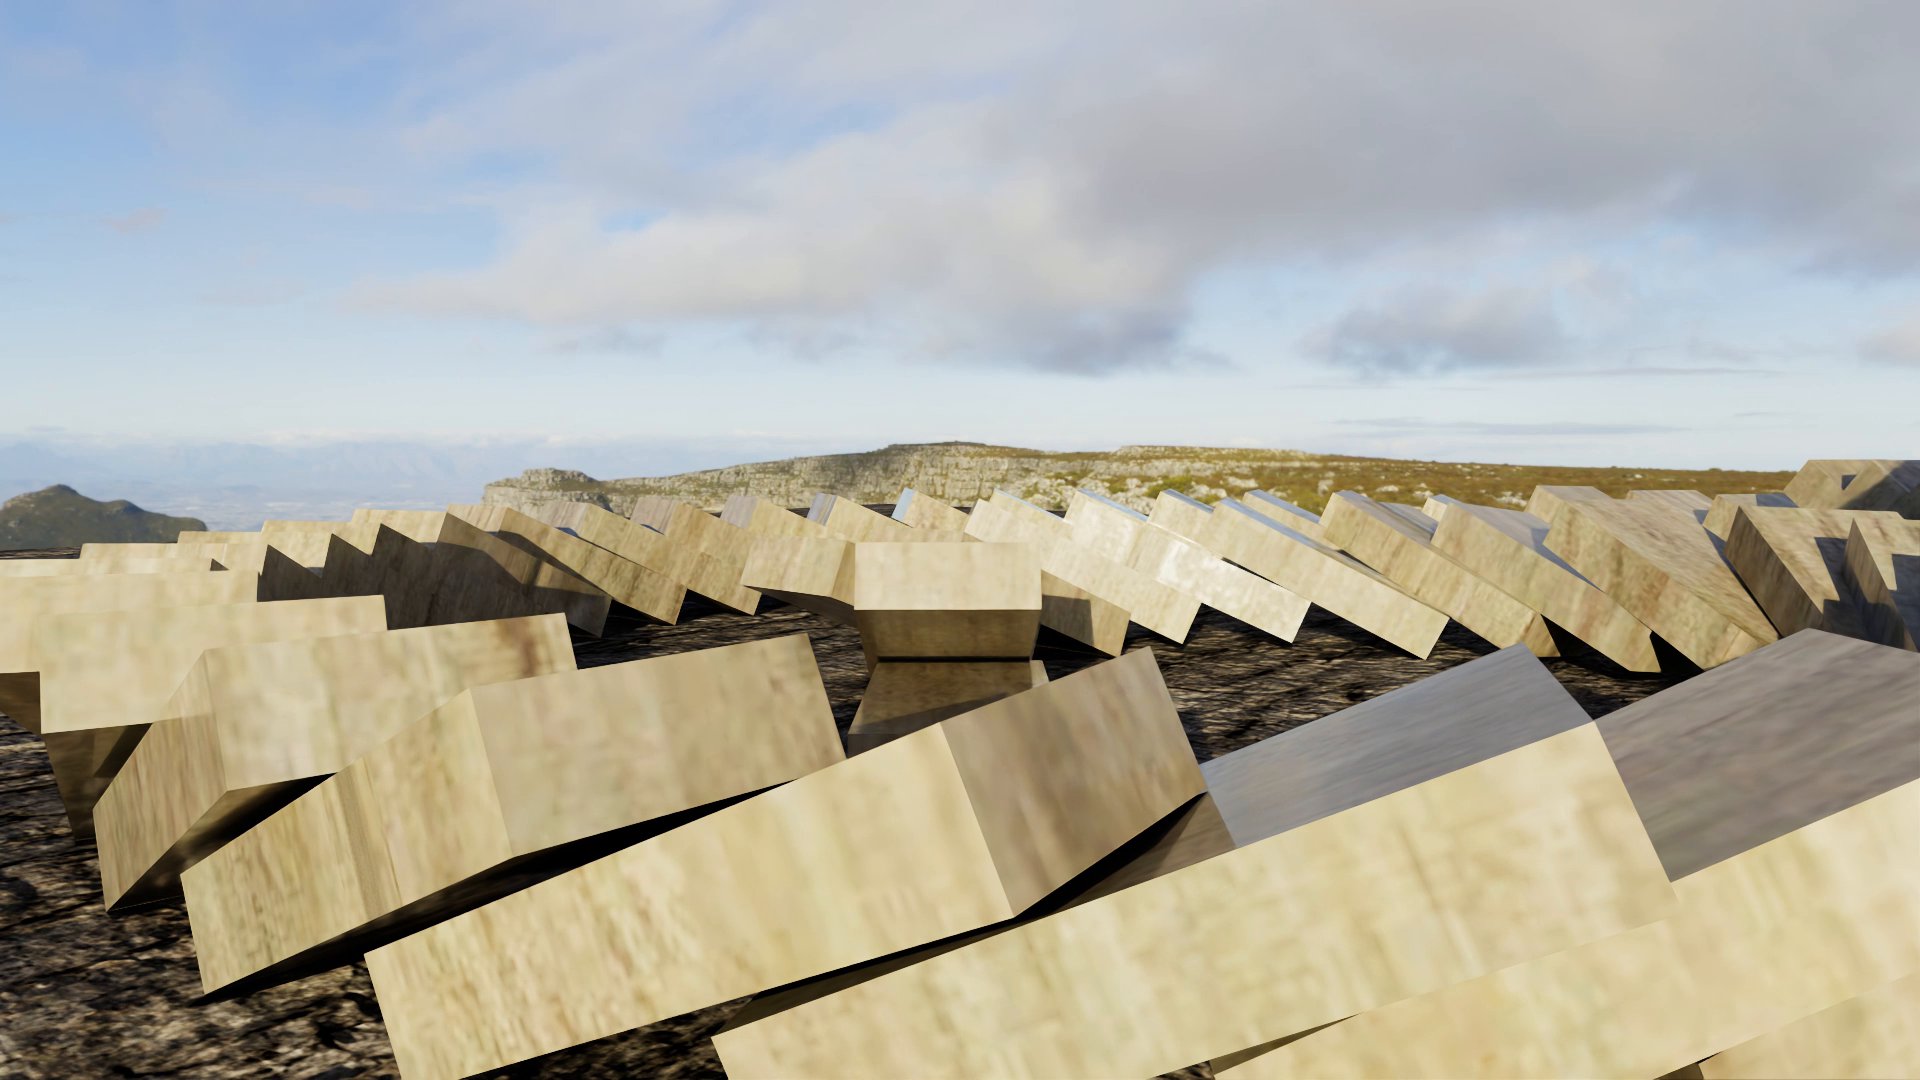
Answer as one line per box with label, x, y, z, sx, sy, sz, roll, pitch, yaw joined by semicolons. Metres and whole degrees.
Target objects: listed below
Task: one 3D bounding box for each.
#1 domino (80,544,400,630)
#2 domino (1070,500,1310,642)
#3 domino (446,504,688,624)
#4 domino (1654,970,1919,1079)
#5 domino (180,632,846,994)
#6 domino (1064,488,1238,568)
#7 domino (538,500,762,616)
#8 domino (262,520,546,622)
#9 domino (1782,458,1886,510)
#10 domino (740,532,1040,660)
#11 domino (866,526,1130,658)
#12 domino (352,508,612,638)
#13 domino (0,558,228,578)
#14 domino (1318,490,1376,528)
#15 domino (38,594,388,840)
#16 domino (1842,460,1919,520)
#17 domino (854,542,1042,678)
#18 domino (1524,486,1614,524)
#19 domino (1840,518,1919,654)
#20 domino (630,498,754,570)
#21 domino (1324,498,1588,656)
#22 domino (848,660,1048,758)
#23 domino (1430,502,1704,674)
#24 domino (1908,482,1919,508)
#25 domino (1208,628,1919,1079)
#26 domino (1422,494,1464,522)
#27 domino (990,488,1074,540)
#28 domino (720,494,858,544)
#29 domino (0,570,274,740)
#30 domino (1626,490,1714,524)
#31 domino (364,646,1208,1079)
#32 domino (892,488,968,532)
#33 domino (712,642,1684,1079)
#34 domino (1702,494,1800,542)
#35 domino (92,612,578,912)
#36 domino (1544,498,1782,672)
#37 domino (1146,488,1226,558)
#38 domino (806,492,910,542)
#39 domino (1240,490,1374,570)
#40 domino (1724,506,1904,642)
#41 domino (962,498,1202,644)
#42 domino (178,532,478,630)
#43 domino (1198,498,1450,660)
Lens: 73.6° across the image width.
domino;-0.105;0.013;0.194;0.025;0.010;0.050;0;-20;1
domino;0.049;0.006;0.277;0.050;0.009;0.025;25;4;11
domino;-0.090;0.006;0.292;0.025;0.010;0.050;3;-19;41
domino;0.063;0.021;0.085;0.050;0.010;0.025;-26;7;-5
domino;-0.035;0.021;0.094;0.050;0.010;0.025;-28;-14;38
domino;0.056;0.000;0.377;0.050;0.010;0.025;25;8;8
domino;-0.075;0.005;0.313;0.050;0.010;0.025;27;-14;-38
domino;-0.105;0.010;0.244;0.025;0.009;0.050;1;-20;17
domino;0.209;0.002;0.280;0.025;0.009;0.050;-2;44;-20
domino;-0.012;0.012;0.230;0.025;0.009;0.050;4;-15;45
domino;0.008;0.010;0.248;0.025;0.010;0.050;4;-15;46
domino;-0.099;0.008;0.268;0.025;0.009;0.050;2;-20;26
domino;-0.101;0.015;0.169;0.025;0.009;0.050;-1;-20;-5
domino;0.129;0.001;0.361;0.050;0.010;0.025;28;16;24
domino;-0.073;0.019;0.126;0.025;0.010;0.050;-3;-19;-33
domino;0.213;0.003;0.266;0.025;0.009;0.050;-1;44;-19
domino;-0.002;0.013;0.196;0.025;0.010;0.050;0;-20;-1
domino;0.177;0.002;0.338;0.025;0.010;0.050;-1;30;-31
domino;0.142;0.014;0.176;0.025;0.009;0.050;4;31;20
domino;-0.057;0.003;0.329;0.050;0.009;0.025;26;-12;-34
domino;0.103;0.007;0.267;0.025;0.010;0.050;3;25;-37
domino;0.000;0.025;0.171;0.025;0.010;0.050;0;4;0
domino;0.119;0.009;0.248;0.025;0.010;0.050;5;24;-29
domino;0.216;0.004;0.251;0.025;0.009;0.050;-2;44;-20
domino;0.039;0.022;0.080;0.050;0.009;0.025;-25;3;4
domino;0.151;0.002;0.348;0.050;0.009;0.025;27;16;24
domino;0.031;0.000;0.376;0.050;0.010;0.025;24;5;0
domino;-0.038;0.002;0.346;0.050;0.010;0.025;25;-8;-27
domino;-0.090;0.017;0.146;0.025;0.009;0.050;-2;-21;-19
domino;0.192;0.003;0.319;0.025;0.009;0.050;-1;30;-23
domino;-0.012;0.022;0.083;0.050;0.010;0.025;-26;-9;30
domino;0.006;0.000;0.370;0.050;0.010;0.025;24;0;-10
domino;0.013;0.022;0.078;0.050;0.009;0.025;-25;-3;17
domino;0.203;0.005;0.298;0.025;0.010;0.050;-2;30;-20
domino;-0.054;0.020;0.109;0.025;0.009;0.050;-4;-18;-43
domino;0.130;0.010;0.222;0.025;0.010;0.050;-2;33;-23
domino;0.081;0.000;0.374;0.050;0.009;0.025;26;11;13
domino;-0.017;0.001;0.360;0.050;0.009;0.025;24;-4;-19
domino;0.105;0.000;0.369;0.050;0.009;0.025;27;13;18
domino;0.143;0.012;0.200;0.025;0.009;0.050;3;31;7
domino;0.024;0.006;0.273;0.050;0.009;0.025;25;-1;-1
domino;-0.105;0.012;0.218;0.025;0.010;0.050;1;-20;7
domino;0.076;0.007;0.269;0.050;0.009;0.025;28;11;12
